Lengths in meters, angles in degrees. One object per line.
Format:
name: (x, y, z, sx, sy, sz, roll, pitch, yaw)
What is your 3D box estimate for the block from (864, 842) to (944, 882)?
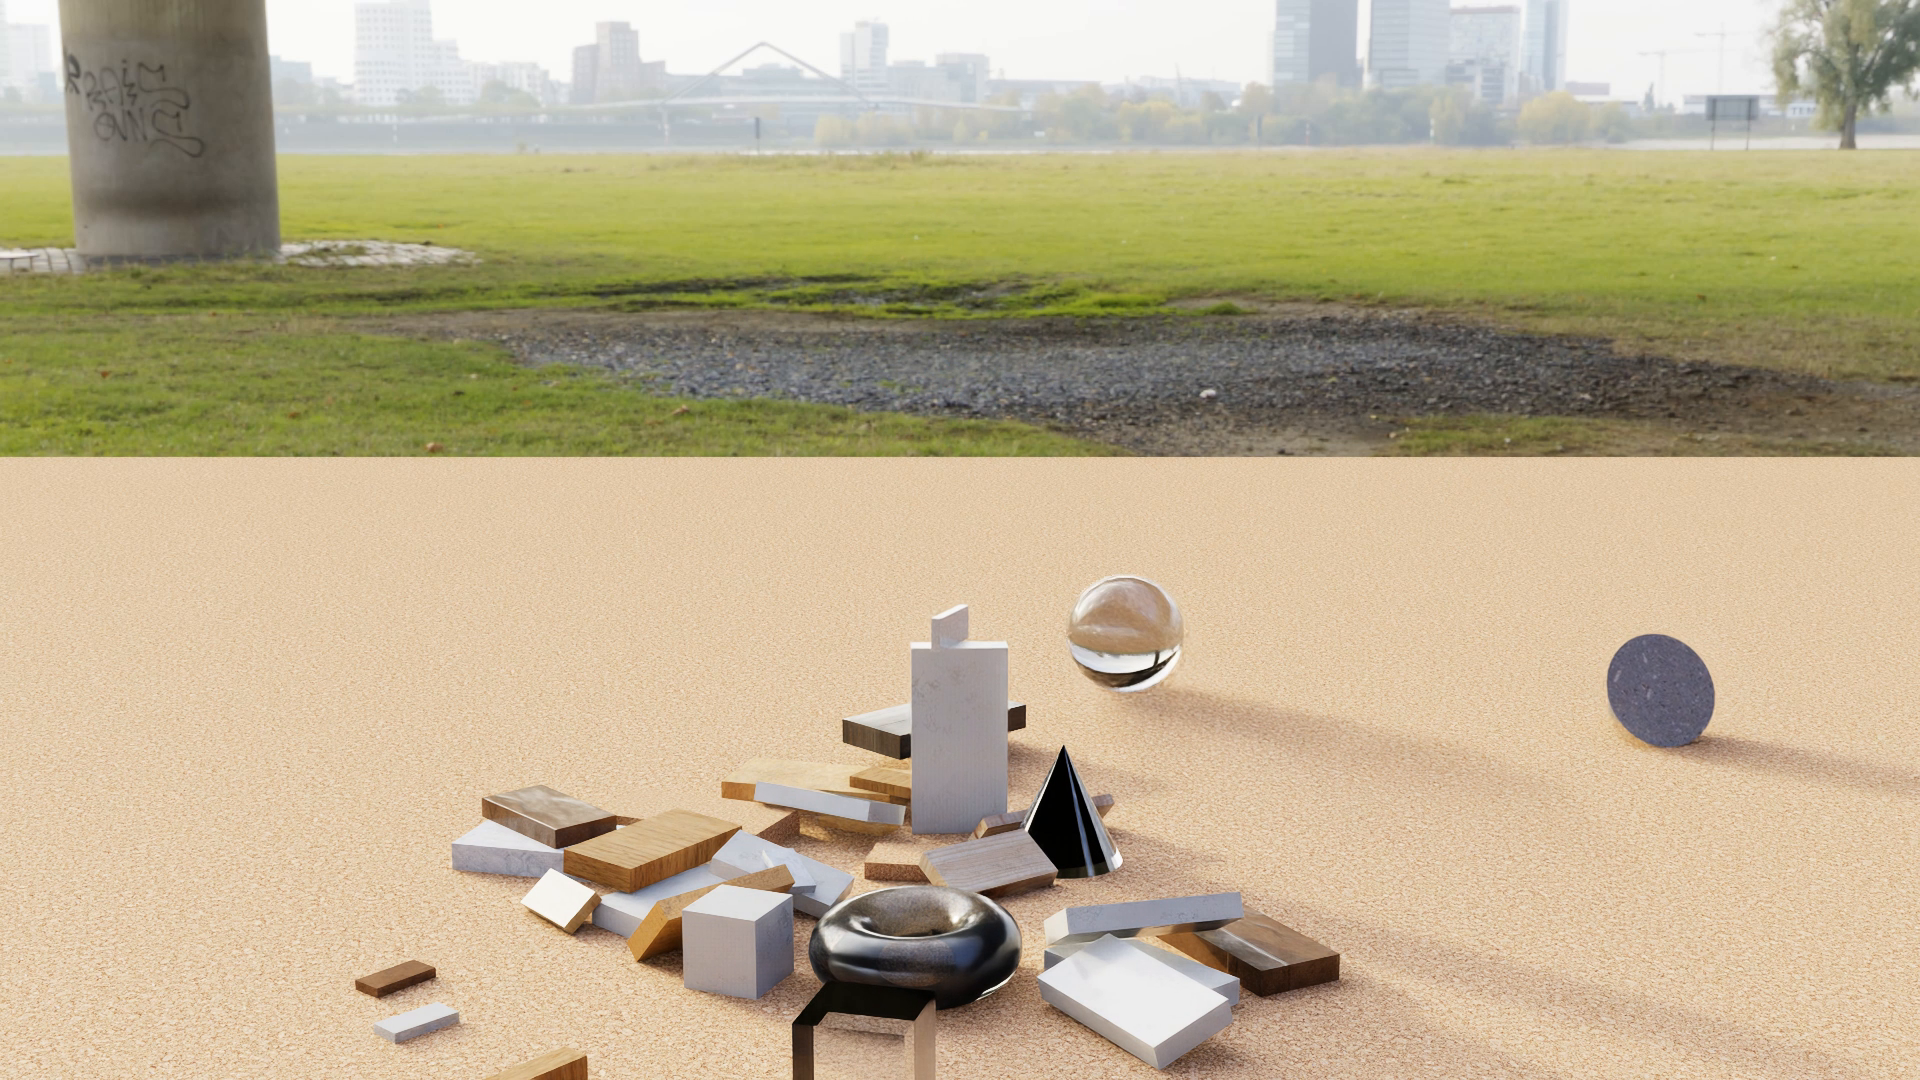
block: (-0.049, 0.556, 3.772, 0.213, 0.030, 0.107, 2, 11, 9)

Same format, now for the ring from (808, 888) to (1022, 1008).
ring: (-0.066, 0.607, 3.286, 0.321, 0.107, 0.321, -1, 11, 0)

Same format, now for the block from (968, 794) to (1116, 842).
block: (0.148, 0.504, 3.946, 0.274, 0.073, 0.021, -6, 56, -31)

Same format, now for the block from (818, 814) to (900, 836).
block: (-0.184, 0.516, 4.022, 0.137, 0.017, 0.061, 6, 12, 29)

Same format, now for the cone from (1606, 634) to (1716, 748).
cone: (1.437, 0.346, 4.687, 0.242, 0.242, 0.242, -2, -16, -11)

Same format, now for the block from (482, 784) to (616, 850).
block: (-0.726, 0.486, 3.875, 0.123, 0.035, 0.247, -9, 14, -41)

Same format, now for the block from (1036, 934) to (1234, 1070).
block: (0.244, 0.649, 3.110, 0.135, 0.038, 0.271, -26, 25, -27)

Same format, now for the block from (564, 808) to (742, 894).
block: (-0.513, 0.519, 3.696, 0.144, 0.041, 0.288, 10, 13, 32)

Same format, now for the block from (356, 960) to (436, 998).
block: (-0.842, 0.654, 3.281, 0.053, 0.015, 0.106, 8, 13, 38)

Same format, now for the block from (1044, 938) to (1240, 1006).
block: (0.267, 0.646, 3.260, 0.135, 0.038, 0.271, -9, 14, -40)

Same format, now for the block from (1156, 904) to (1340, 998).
block: (0.437, 0.622, 3.384, 0.144, 0.041, 0.288, -6, 12, -28)

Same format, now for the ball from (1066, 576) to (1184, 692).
ball: (0.375, 0.213, 4.974, 0.266, 0.266, 0.266, 0, 11, 0)

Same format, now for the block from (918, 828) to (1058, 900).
block: (0.048, 0.549, 3.679, 0.213, 0.030, 0.107, -8, 42, -36)

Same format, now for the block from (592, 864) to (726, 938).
block: (-0.439, 0.586, 3.580, 0.144, 0.041, 0.288, 10, 14, 43)

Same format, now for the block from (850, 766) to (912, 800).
block: (-0.125, 0.452, 4.095, 0.147, 0.021, 0.073, 7, 13, 33)

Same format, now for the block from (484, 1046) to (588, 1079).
block: (-0.590, 0.723, 2.553, 0.042, 0.147, 0.382, 9, 14, 39)

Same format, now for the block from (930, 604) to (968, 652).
block: (-0.018, 0.158, 3.935, 0.017, 0.061, 0.121, 5, 12, 25)

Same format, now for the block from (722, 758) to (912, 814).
block: (-0.268, 0.471, 4.181, 0.332, 0.047, 0.166, 3, 11, 15)

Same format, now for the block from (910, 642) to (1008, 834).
block: (-0.002, 0.358, 3.973, 0.173, 0.346, 0.049, 0, 11, -3)

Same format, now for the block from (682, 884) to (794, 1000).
block: (-0.331, 0.599, 3.287, 0.121, 0.121, 0.121, 4, 11, 22)

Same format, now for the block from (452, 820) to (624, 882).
block: (-0.693, 0.538, 3.822, 0.332, 0.047, 0.166, 3, 11, 15)

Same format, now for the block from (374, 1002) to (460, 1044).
block: (-0.771, 0.684, 3.120, 0.053, 0.015, 0.106, 10, 14, 42)

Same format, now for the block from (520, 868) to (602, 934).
block: (-0.643, 0.582, 3.543, 0.147, 0.021, 0.073, 13, 55, 50)

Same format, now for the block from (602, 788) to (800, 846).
block: (-0.475, 0.510, 3.970, 0.332, 0.047, 0.166, 4, 11, 22)

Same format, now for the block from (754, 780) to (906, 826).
block: (-0.236, 0.477, 3.986, 0.247, 0.035, 0.123, 6, -6, 30)

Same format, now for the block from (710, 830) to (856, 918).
block: (-0.291, 0.549, 3.605, 0.213, 0.030, 0.107, 20, 24, 13)

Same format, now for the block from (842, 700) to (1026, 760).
block: (-0.050, 0.371, 4.448, 0.346, 0.049, 0.173, -10, 14, -42)

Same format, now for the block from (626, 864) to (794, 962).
block: (-0.386, 0.579, 3.419, 0.247, 0.123, 0.035, -10, 58, -43)

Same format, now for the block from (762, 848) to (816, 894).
block: (-0.278, 0.539, 3.577, 0.053, 0.015, 0.106, 1, 26, -28)

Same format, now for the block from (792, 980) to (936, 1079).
block: (-0.122, 0.671, 2.831, 0.147, 0.147, 0.147, 3, 11, 14)

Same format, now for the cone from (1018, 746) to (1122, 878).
cone: (0.180, 0.455, 3.825, 0.208, 0.208, 0.208, 0, 11, 0)

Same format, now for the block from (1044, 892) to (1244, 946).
block: (0.274, 0.569, 3.299, 0.271, 0.038, 0.135, -3, -17, -13)
